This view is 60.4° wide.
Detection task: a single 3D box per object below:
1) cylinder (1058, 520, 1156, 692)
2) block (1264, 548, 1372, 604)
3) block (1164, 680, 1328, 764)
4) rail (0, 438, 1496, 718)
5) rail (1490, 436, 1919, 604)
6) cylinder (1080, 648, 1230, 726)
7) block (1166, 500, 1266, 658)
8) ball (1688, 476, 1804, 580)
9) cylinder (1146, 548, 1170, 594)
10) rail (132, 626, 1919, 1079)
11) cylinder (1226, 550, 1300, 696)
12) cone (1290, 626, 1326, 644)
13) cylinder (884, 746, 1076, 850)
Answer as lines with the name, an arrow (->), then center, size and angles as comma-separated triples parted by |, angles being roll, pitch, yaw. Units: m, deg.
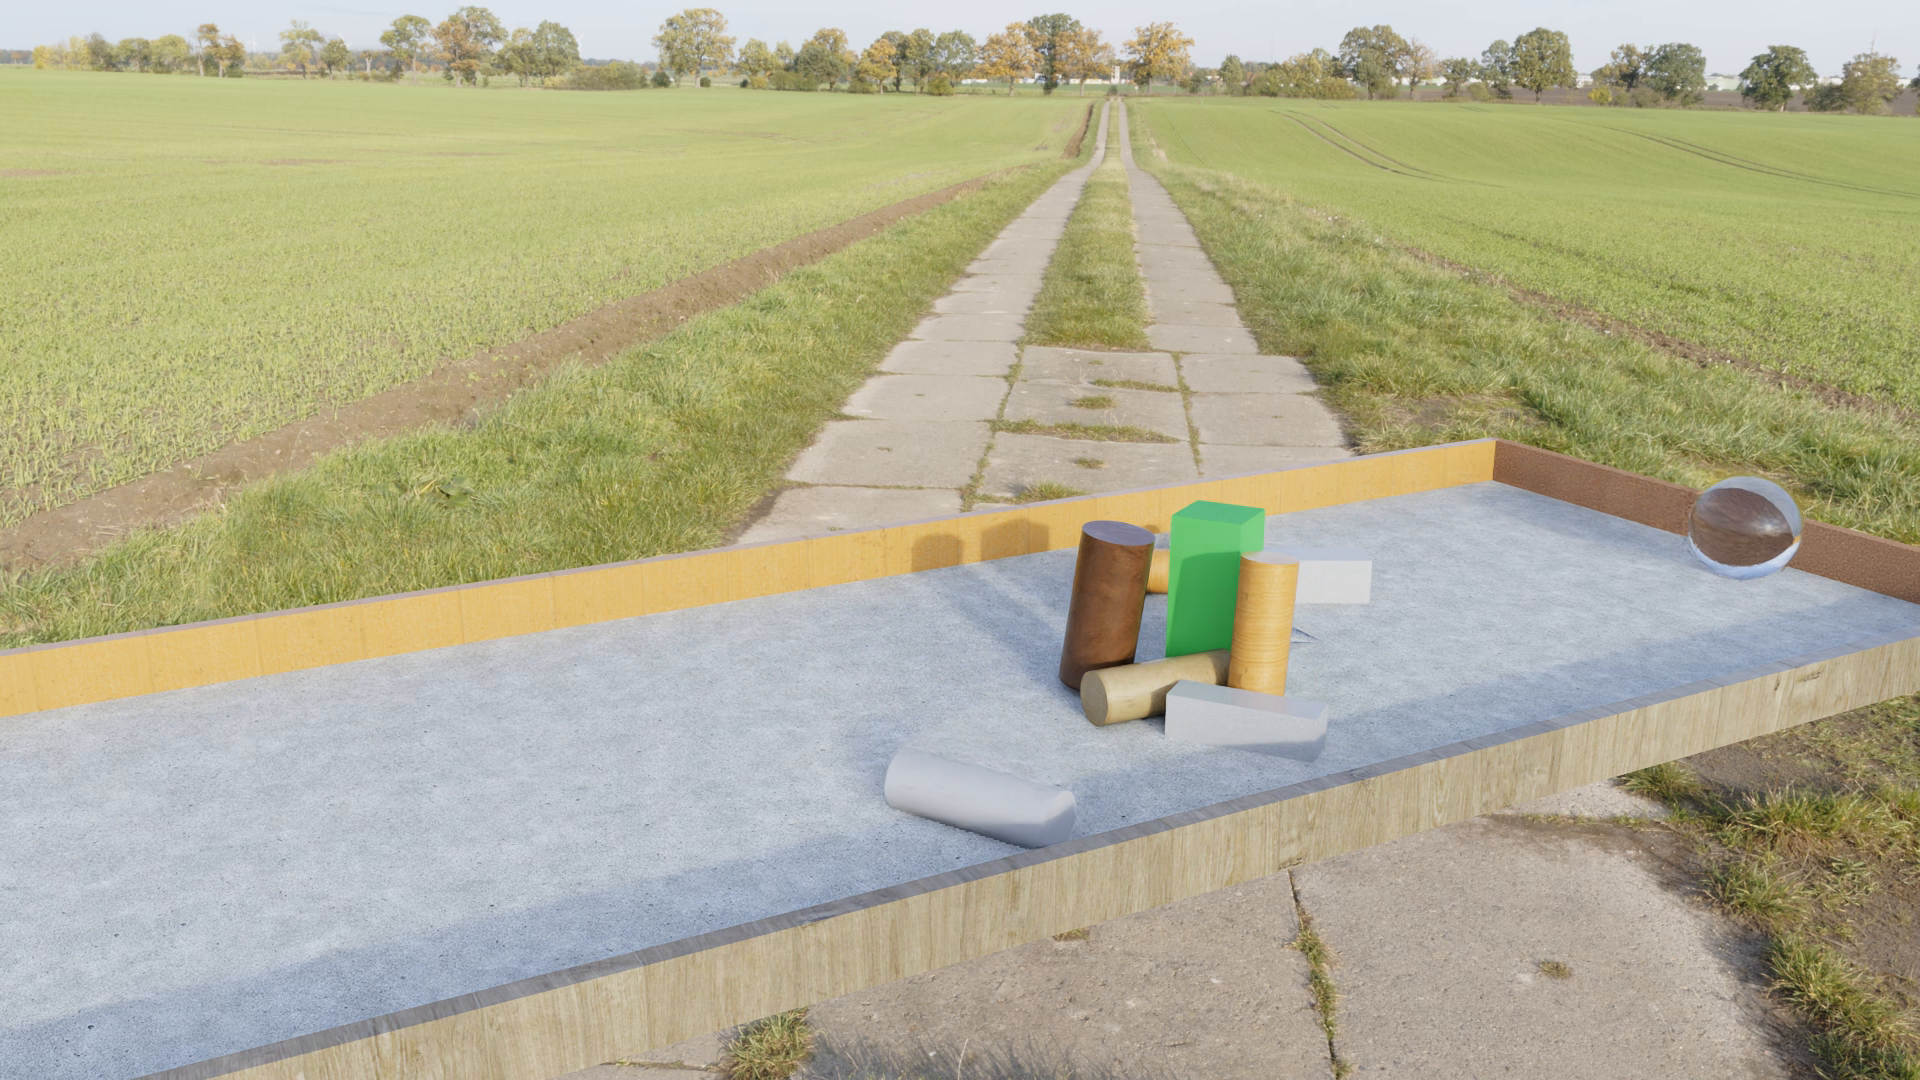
cylinder -> 0.360, 0.167, 4.054 | 0.180, 0.393, 0.180 | 7, 19, -2
block -> 1.009, 0.102, 4.781 | 0.333, 0.128, 0.128 | 0, 16, 1
block -> 0.652, 0.412, 3.767 | 0.347, 0.105, 0.105 | 8, 18, 25
rail -> -3.305, 0.497, 3.399 | 12.000, 0.150, 0.050 | -9, 18, -27
rail -> 2.466, -0.048, 5.253 | 0.050, 0.150, 2.100 | -9, 18, -27
cylinder -> 0.480, 0.349, 3.934 | 0.368, 0.131, 0.131 | -7, 18, -24
block -> 0.638, 0.137, 4.128 | 0.179, 0.427, 0.179 | 9, 18, 28
ball -> 2.343, -0.036, 4.926 | 0.311, 0.311, 0.311 | 0, 16, 0
cylinder -> 0.545, 0.090, 4.817 | 0.361, 0.131, 0.131 | 1, 16, 5
rail -> -2.336, 1.006, 1.665 | 12.000, 0.150, 0.050 | -9, 18, -27
cylinder -> 0.705, 0.231, 3.858 | 0.135, 0.390, 0.135 | 4, 12, -1
cone -> 0.793, 0.229, 4.425 | 0.384, 0.173, 0.173 | 14, 18, 3
cylinder -> 0.038, 0.524, 3.340 | 0.378, 0.130, 0.130 | 11, 19, 32
